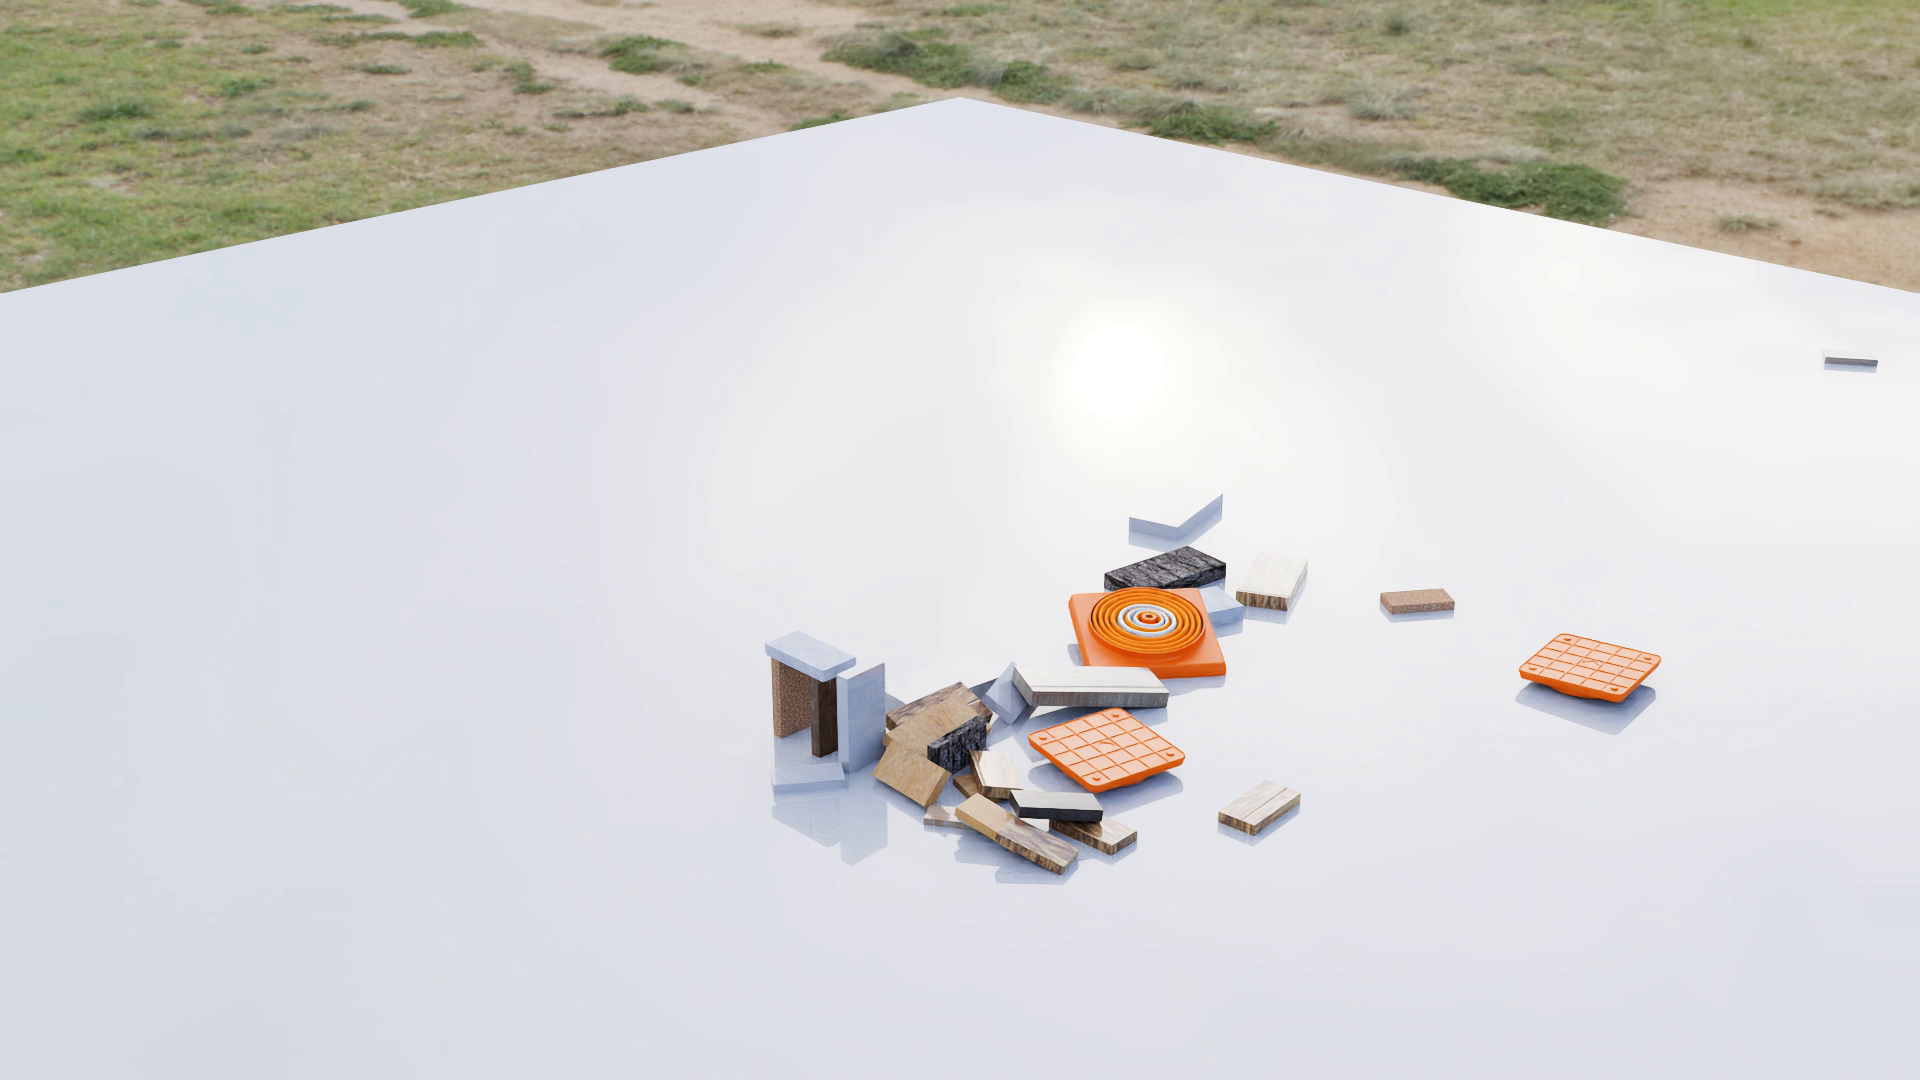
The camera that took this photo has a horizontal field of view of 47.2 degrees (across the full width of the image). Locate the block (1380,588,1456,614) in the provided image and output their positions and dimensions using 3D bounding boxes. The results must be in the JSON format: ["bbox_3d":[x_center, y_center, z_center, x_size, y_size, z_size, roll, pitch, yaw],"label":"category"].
[{"bbox_3d":[1.119,0.150,5.379,0.161,0.023,0.081,-4,23,-9],"label":"block"}]

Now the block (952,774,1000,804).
[{"bbox_3d":[0.034,0.515,4.528,0.055,0.016,0.111,-11,25,-24],"label":"block"}]

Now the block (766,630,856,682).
[{"bbox_3d":[-0.318,0.246,4.670,0.186,0.026,0.093,21,31,41],"label":"block"}]

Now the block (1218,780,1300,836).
[{"bbox_3d":[0.607,0.541,4.454,0.086,0.024,0.172,18,29,36],"label":"block"}]

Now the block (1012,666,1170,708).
[{"bbox_3d":[0.289,0.325,4.880,0.325,0.036,0.128,2,22,-20],"label":"block"}]

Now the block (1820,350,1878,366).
[{"bbox_3d":[2.881,-0.590,7.123,0.161,0.023,0.081,5,23,11],"label":"block"}]

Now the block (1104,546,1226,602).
[{"bbox_3d":[0.514,0.088,5.501,0.283,0.040,0.142,-17,28,-34],"label":"block"}]

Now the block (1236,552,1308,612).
[{"bbox_3d":[0.778,0.102,5.474,0.128,0.036,0.256,8,24,18],"label":"block"}]

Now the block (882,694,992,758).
[{"bbox_3d":[-0.048,0.415,4.674,0.111,0.031,0.222,43,44,21],"label":"block"}]

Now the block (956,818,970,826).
[{"bbox_3d":[0.056,0.563,4.384,0.111,0.016,0.055,24,31,20],"label":"block"}]

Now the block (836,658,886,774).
[{"bbox_3d":[-0.206,0.368,4.608,0.031,0.222,0.111,20,30,39],"label":"block"}]

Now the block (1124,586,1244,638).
[{"bbox_3d":[0.540,0.173,5.306,0.256,0.036,0.128,-10,25,-23],"label":"block"}]

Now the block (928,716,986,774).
[{"bbox_3d":[-0.006,0.440,4.614,0.024,0.086,0.171,17,28,34],"label":"block"}]

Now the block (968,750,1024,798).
[{"bbox_3d":[0.072,0.485,4.556,0.086,0.024,0.172,6,19,-12],"label":"block"}]

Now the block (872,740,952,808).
[{"bbox_3d":[-0.100,0.482,4.523,0.171,0.086,0.024,25,-8,45],"label":"block"}]

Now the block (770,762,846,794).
[{"bbox_3d":[-0.316,0.494,4.569,0.149,0.021,0.074,-4,23,-9],"label":"block"}]

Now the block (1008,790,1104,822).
[{"bbox_3d":[0.191,0.530,4.386,0.172,0.024,0.086,4,15,-13],"label":"block"}]

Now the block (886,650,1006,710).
[{"bbox_3d":[-0.036,0.329,4.934,0.283,0.040,0.142,-17,28,-35],"label":"block"}]

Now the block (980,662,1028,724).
[{"bbox_3d":[0.114,0.339,4.874,0.085,0.024,0.171,39,31,3],"label":"block"}]

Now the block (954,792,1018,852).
[{"bbox_3d":[0.070,0.559,4.356,0.149,0.021,0.074,29,32,24],"label":"block"}]

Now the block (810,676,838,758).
[{"bbox_3d":[-0.274,0.361,4.671,0.026,0.186,0.093,21,31,41],"label":"block"}]

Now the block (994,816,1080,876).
[{"bbox_3d":[0.150,0.595,4.286,0.148,0.021,0.074,25,30,18],"label":"block"}]

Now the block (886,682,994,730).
[{"bbox_3d":[-0.047,0.386,4.761,0.222,0.031,0.111,-21,52,-40],"label":"block"}]

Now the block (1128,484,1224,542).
[{"bbox_3d":[0.580,-0.077,5.890,0.142,0.040,0.283,13,26,28],"label":"block"}]

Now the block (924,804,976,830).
[{"bbox_3d":[-0.013,0.558,4.425,0.111,0.016,0.055,5,23,11],"label":"block"}]

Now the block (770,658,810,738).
[{"bbox_3d":[-0.362,0.327,4.752,0.026,0.186,0.093,21,31,41],"label":"block"}]

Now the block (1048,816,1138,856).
[{"bbox_3d":[0.264,0.575,4.377,0.161,0.023,0.081,20,30,39],"label":"block"}]
